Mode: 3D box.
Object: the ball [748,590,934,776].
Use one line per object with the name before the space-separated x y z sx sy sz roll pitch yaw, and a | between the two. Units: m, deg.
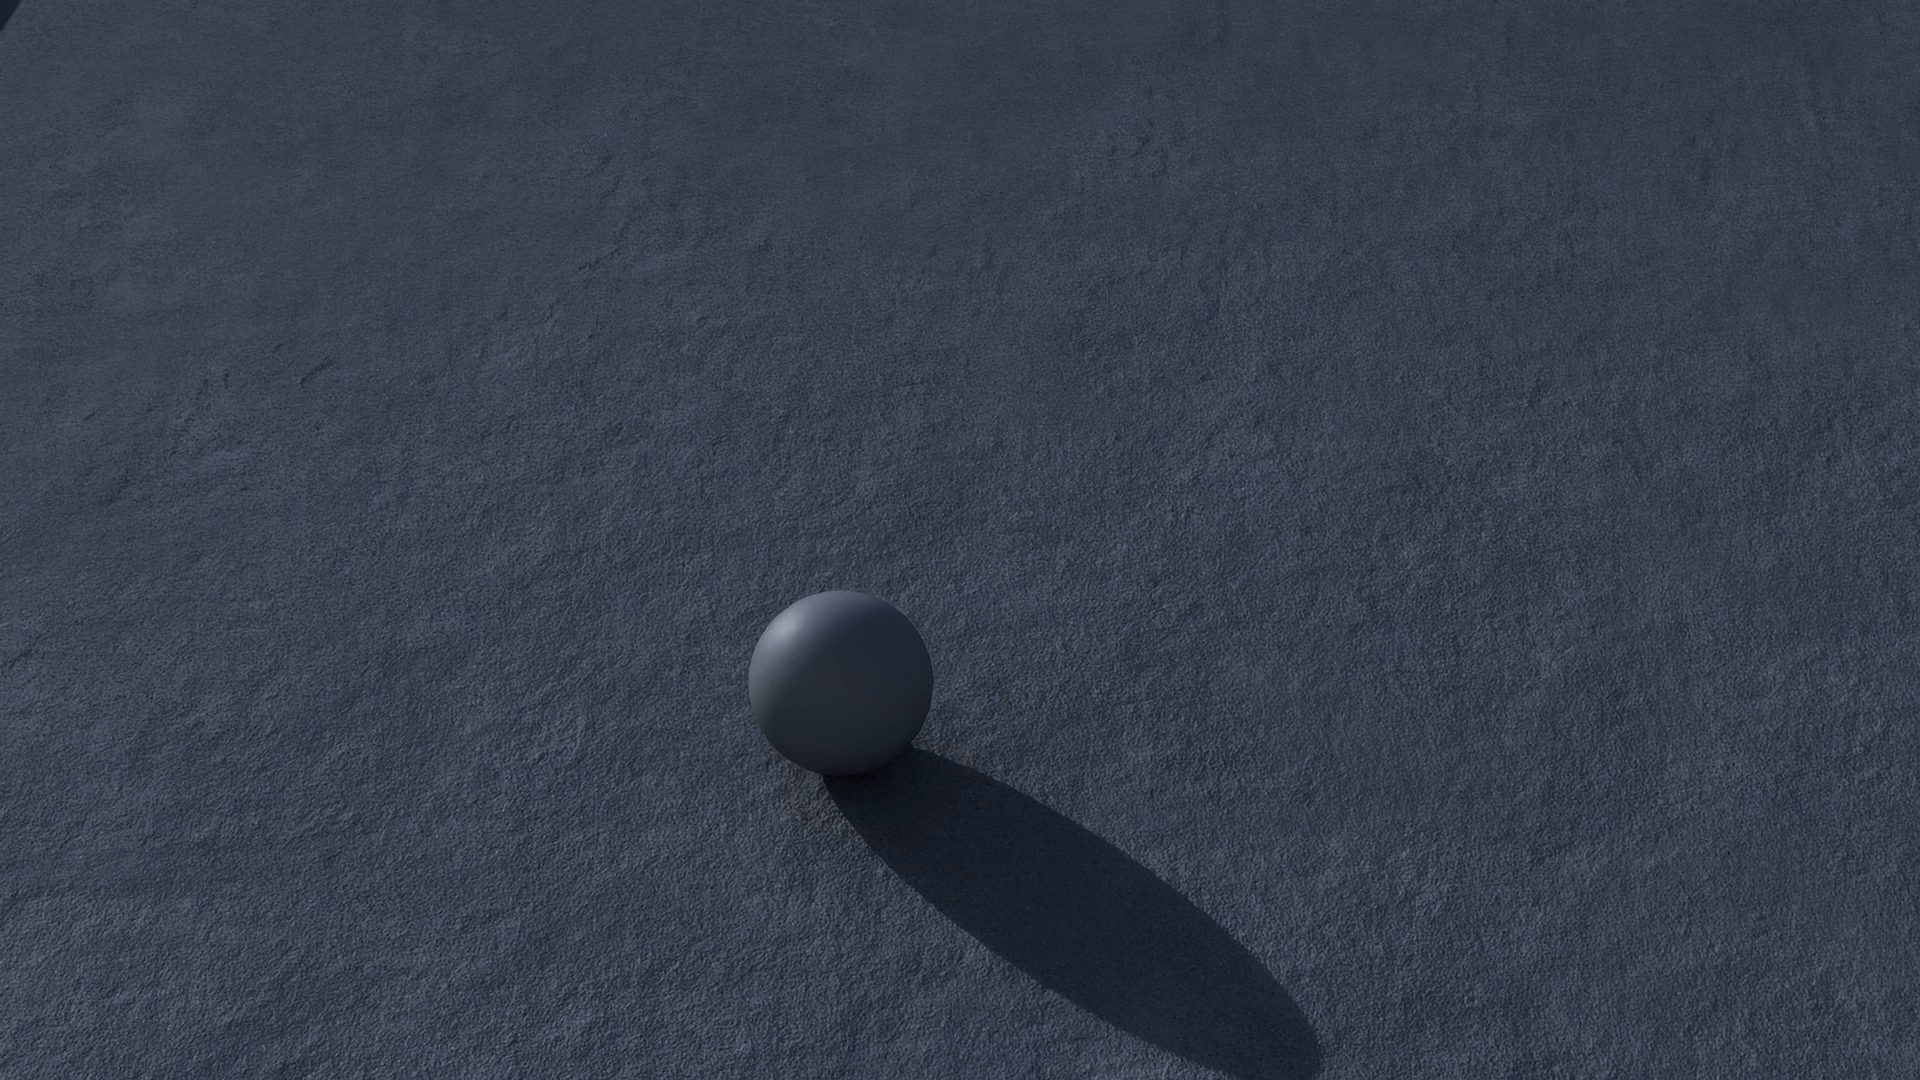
ball | -0.064 0.076 1.370 0.099 0.099 0.099 0 37 0
